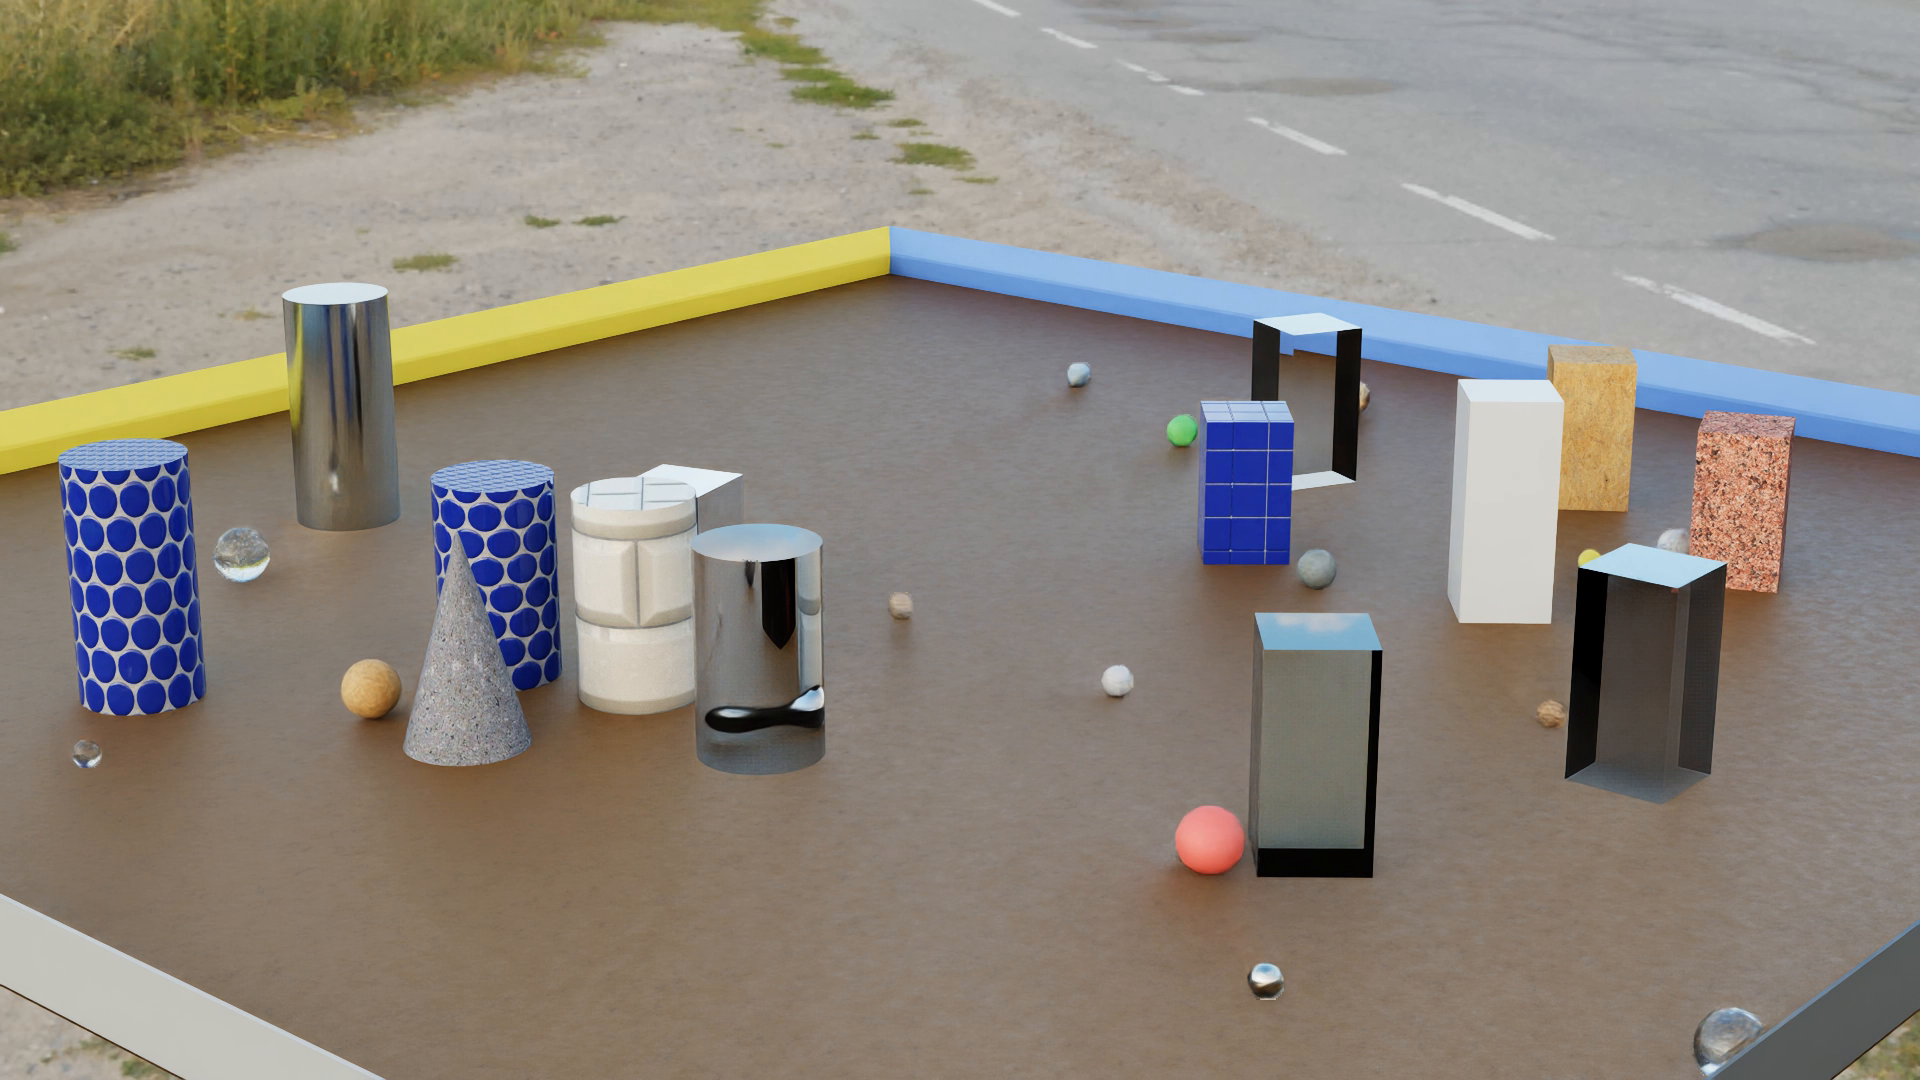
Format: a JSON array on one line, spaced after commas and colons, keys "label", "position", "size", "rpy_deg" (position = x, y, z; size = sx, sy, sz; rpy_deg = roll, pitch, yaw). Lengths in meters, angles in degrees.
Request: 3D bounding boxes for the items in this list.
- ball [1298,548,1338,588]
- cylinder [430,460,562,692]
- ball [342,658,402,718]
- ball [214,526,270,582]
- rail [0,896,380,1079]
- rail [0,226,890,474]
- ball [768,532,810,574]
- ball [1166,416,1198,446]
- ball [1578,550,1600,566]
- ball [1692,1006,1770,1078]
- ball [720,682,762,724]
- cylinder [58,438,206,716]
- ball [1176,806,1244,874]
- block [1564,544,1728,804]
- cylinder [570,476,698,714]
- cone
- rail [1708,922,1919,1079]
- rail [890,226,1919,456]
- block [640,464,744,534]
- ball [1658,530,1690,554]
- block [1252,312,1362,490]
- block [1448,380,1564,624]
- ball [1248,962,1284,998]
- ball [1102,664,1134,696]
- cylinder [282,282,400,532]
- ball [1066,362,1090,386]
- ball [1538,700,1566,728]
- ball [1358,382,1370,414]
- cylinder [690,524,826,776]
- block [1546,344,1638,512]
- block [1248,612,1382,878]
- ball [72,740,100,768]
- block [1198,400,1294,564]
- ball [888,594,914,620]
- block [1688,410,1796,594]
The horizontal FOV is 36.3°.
[{"label": "ball", "position": [0.629, 0.050, 5.161], "size": [0.069, 0.069, 0.069], "rpy_deg": [0, 17, 0]}, {"label": "cylinder", "position": [-0.740, 0.056, 4.688], "size": [0.194, 0.330, 0.194], "rpy_deg": [0, 17, 0]}, {"label": "ball", "position": [-0.908, 0.230, 4.527], "size": [0.092, 0.092, 0.092], "rpy_deg": [0, 17, 0]}, {"label": "ball", "position": [-1.273, 0.025, 5.194], "size": [0.097, 0.097, 0.097], "rpy_deg": [0, 17, 0]}, {"label": "rail", "position": [-1.279, 0.457, 3.710], "size": [3.926, 0.126, 0.045], "rpy_deg": [14, 22, 39]}, {"label": "rail", "position": [-1.464, -0.336, 6.338], "size": [0.045, 0.126, 3.949], "rpy_deg": [14, 22, 39]}, {"label": "ball", "position": [-0.306, 0.023, 5.241], "size": [0.075, 0.075, 0.075], "rpy_deg": [0, 17, 0]}, {"label": "ball", "position": [0.460, -0.226, 6.083], "size": [0.064, 0.064, 0.064], "rpy_deg": [0, 17, 0]}, {"label": "ball", "position": [1.126, 0.040, 5.236], "size": [0.044, 0.044, 0.044], "rpy_deg": [0, 17, 0]}, {"label": "ball", "position": [0.887, 0.581, 3.366], "size": [0.090, 0.090, 0.090], "rpy_deg": [0, 17, 0]}, {"label": "ball", "position": [-0.336, 0.250, 4.503], "size": [0.065, 0.065, 0.065], "rpy_deg": [0, 17, 0]}, {"label": "cylinder", "position": [-1.291, 0.056, 4.580], "size": [0.194, 0.393, 0.194], "rpy_deg": [0, 17, 0]}, {"label": "ball", "position": [0.337, 0.404, 3.946], "size": [0.093, 0.093, 0.093], "rpy_deg": [0, 17, 0]}, {"label": "block", "position": [0.993, 0.192, 4.248], "size": [0.155, 0.325, 0.155], "rpy_deg": [13, 21, 38]}, {"label": "cylinder", "position": [-0.506, 0.085, 4.592], "size": [0.194, 0.330, 0.194], "rpy_deg": [0, 17, 0]}, {"label": "cone", "position": [-0.744, 0.145, 4.381], "size": [0.194, 0.338, 0.194], "rpy_deg": [0, 17, 0]}, {"label": "rail", "position": [1.464, 0.399, 3.903], "size": [0.045, 0.126, 3.949], "rpy_deg": [14, 22, 39]}, {"label": "rail", "position": [1.279, -0.394, 6.530], "size": [3.926, 0.126, 0.045], "rpy_deg": [14, 22, 39]}, {"label": "block", "position": [-0.469, 0.020, 4.949], "size": [0.155, 0.250, 0.155], "rpy_deg": [8, 18, 24]}, {"label": "ball", "position": [1.292, 0.013, 5.292], "size": [0.065, 0.065, 0.065], "rpy_deg": [0, 17, 0]}, {"label": "block", "position": [0.685, -0.276, 5.821], "size": [0.155, 0.313, 0.155], "rpy_deg": [-8, 18, -24]}, {"label": "block", "position": [0.927, -0.066, 4.996], "size": [0.155, 0.387, 0.155], "rpy_deg": [0, 17, 2]}, {"label": "ball", "position": [0.374, 0.539, 3.585], "size": [0.044, 0.044, 0.044], "rpy_deg": [0, 17, 0]}, {"label": "ball", "position": [0.250, 0.222, 4.623], "size": [0.050, 0.050, 0.050], "rpy_deg": [0, 17, 0]}, {"label": "cylinder", "position": [-1.165, -0.252, 5.529], "size": [0.194, 0.434, 0.194], "rpy_deg": [0, 17, 0]}, {"label": "ball", "position": [0.267, -0.371, 6.582], "size": [0.054, 0.054, 0.054], "rpy_deg": [0, 17, 0]}, {"label": "ball", "position": [0.907, 0.266, 4.493], "size": [0.042, 0.042, 0.042], "rpy_deg": [0, 17, 0]}, {"label": "ball", "position": [0.852, -0.309, 6.345], "size": [0.072, 0.072, 0.072], "rpy_deg": [0, 17, 0]}, {"label": "cylinder", "position": [-0.298, 0.160, 4.347], "size": [0.194, 0.328, 0.194], "rpy_deg": [0, 17, 0]}, {"label": "block", "position": [1.213, -0.218, 5.668], "size": [0.155, 0.289, 0.155], "rpy_deg": [2, 17, 7]}, {"label": "block", "position": [0.478, 0.277, 3.970], "size": [0.155, 0.323, 0.155], "rpy_deg": [0, 17, 1]}, {"label": "ball", "position": [-1.291, 0.315, 4.331], "size": [0.041, 0.041, 0.041], "rpy_deg": [0, 17, 0]}, {"label": "block", "position": [0.518, -0.105, 5.335], "size": [0.155, 0.265, 0.155], "rpy_deg": [0, 17, 0]}, {"label": "ball", "position": [-0.101, 0.114, 4.994], "size": [0.044, 0.044, 0.044], "rpy_deg": [0, 17, 0]}, {"label": "block", "position": [1.383, -0.069, 5.191], "size": [0.155, 0.280, 0.155], "rpy_deg": [6, 18, 18]}]
